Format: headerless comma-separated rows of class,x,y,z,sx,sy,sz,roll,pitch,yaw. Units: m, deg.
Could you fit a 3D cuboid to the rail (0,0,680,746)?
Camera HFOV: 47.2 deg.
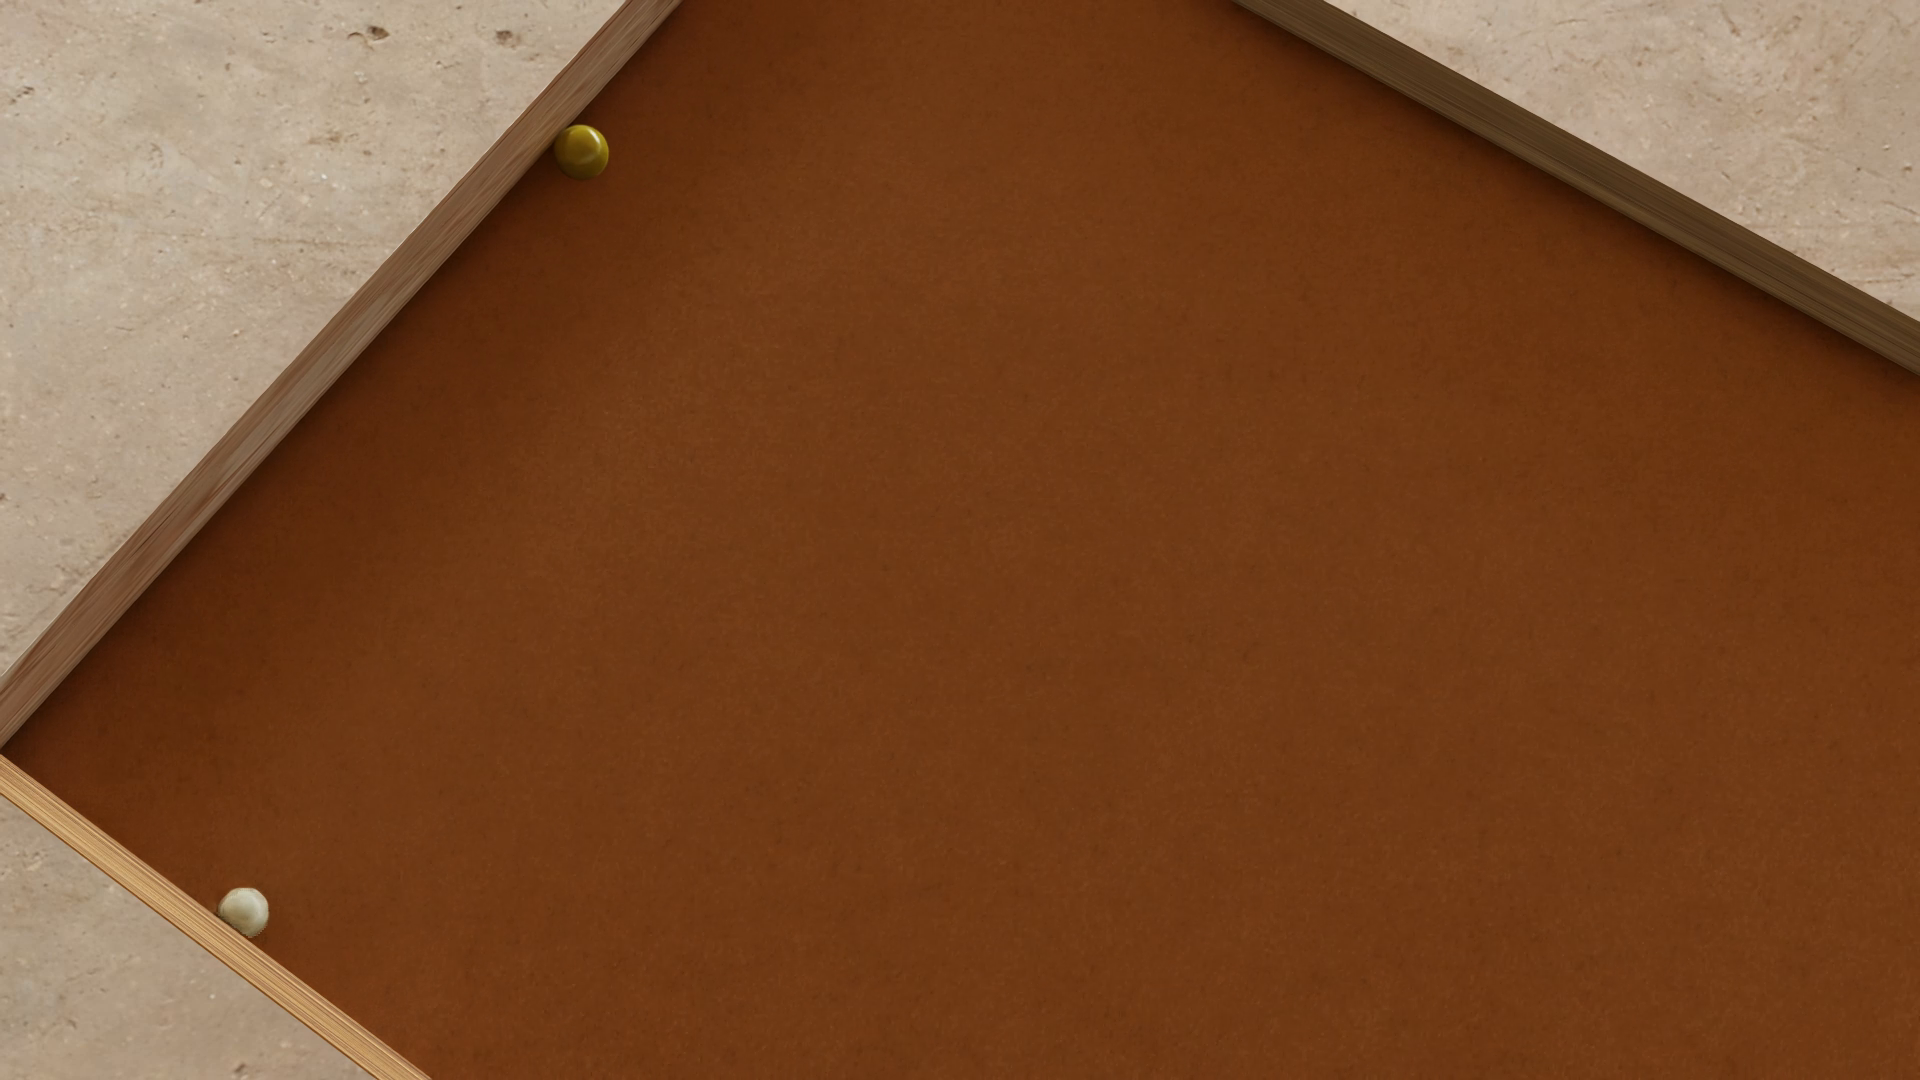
rail,-0.844,-0.544,3.745,0.045,0.125,2.367,32,70,13

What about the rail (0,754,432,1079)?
rail,0.203,1.409,2.882,4.199,0.125,0.045,32,70,13

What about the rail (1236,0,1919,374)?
rail,1.523,-0.335,3.652,4.199,0.125,0.045,32,70,13

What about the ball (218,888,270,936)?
ball,-1.071,0.556,3.288,0.073,0.073,0.073,0,66,0

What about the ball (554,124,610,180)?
ball,-0.658,-0.672,3.818,0.096,0.096,0.096,0,66,0
